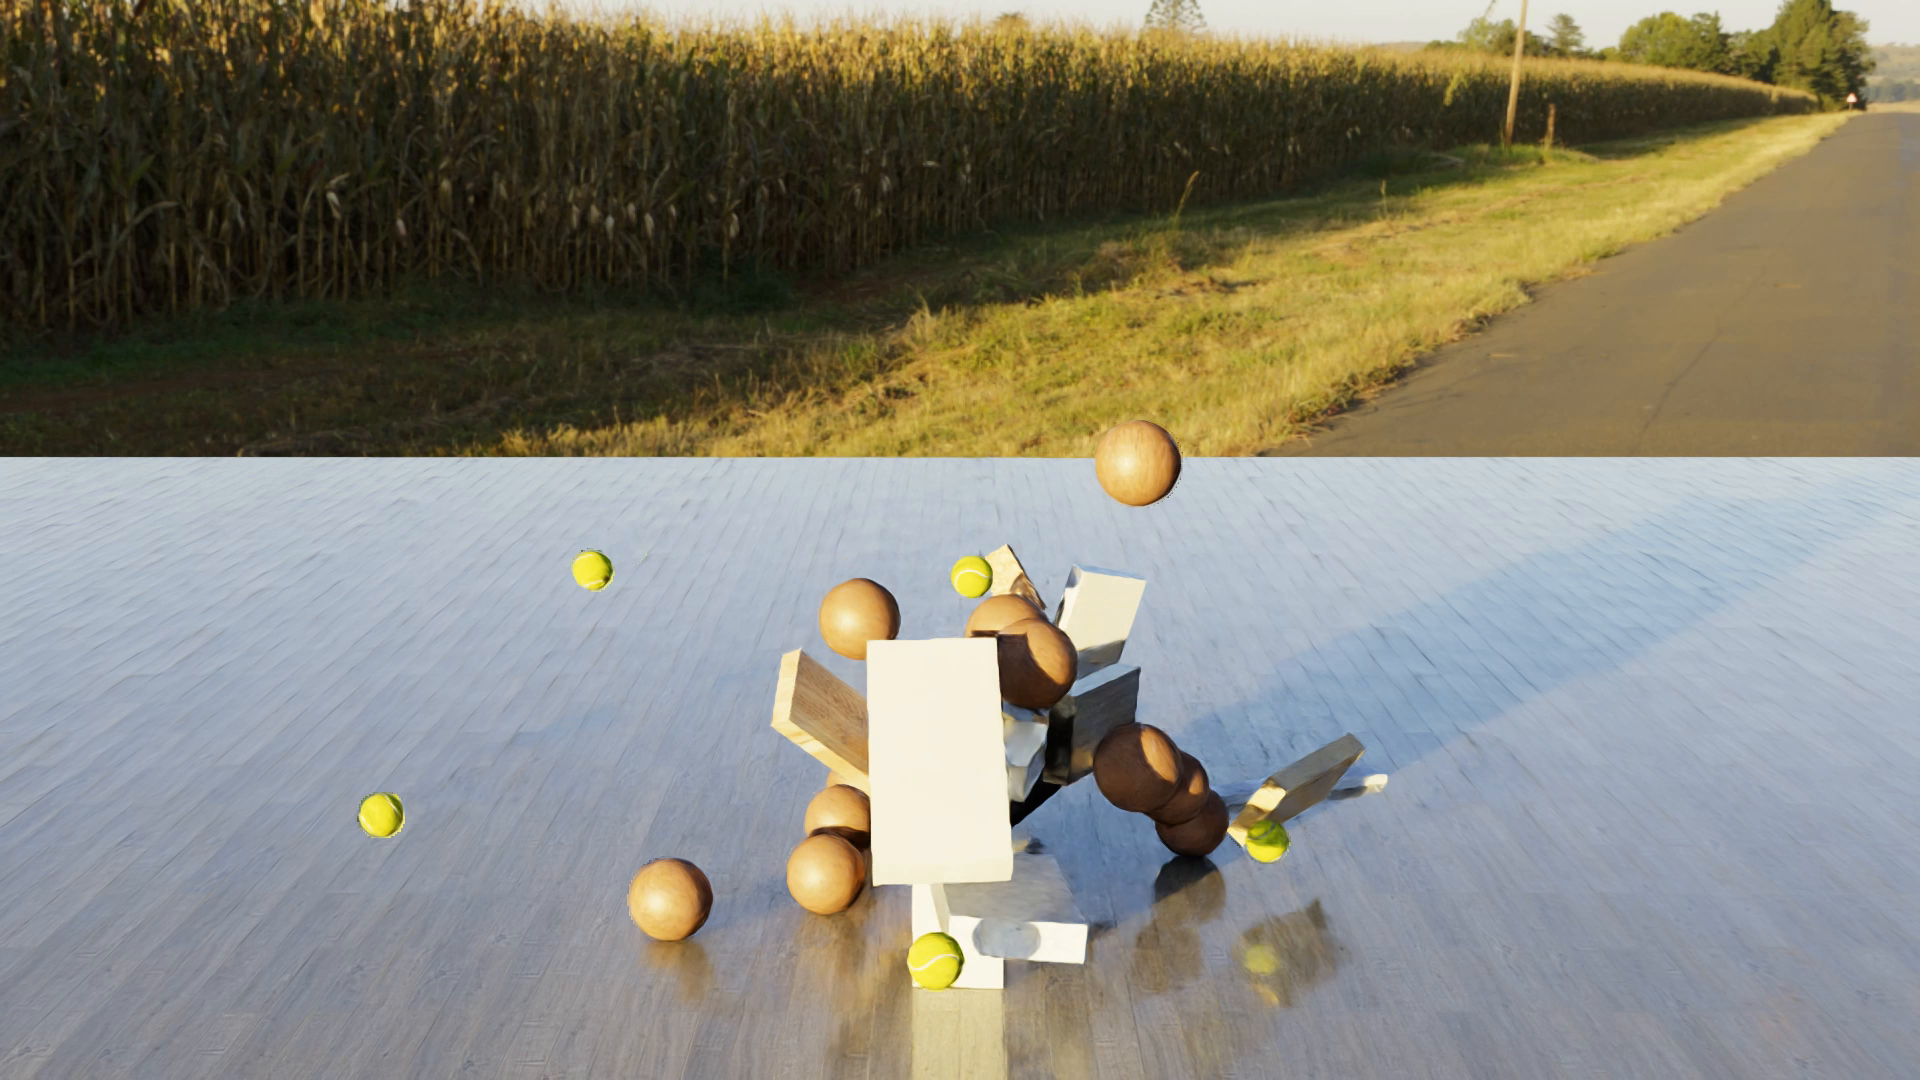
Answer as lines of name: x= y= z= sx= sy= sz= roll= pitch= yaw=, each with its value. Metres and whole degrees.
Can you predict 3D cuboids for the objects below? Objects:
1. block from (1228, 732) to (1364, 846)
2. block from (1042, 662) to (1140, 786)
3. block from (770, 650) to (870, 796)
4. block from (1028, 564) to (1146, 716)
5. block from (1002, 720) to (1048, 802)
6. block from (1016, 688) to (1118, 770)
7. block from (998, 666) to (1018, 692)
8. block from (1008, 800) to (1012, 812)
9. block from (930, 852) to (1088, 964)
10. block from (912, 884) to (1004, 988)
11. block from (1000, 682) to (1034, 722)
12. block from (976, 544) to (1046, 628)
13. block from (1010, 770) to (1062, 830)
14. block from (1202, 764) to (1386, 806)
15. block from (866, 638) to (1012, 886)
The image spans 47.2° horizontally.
block: x=0.575 y=0.423 z=3.748 sx=0.039 sy=0.137 sz=0.274 roll=46 pitch=35 yaw=21
block: x=0.200 y=0.274 z=3.305 sx=0.038 sy=0.135 sz=0.269 roll=10 pitch=10 yaw=24
block: x=-0.180 y=0.330 z=3.694 sx=0.039 sy=0.137 sz=0.347 roll=-21 pitch=-44 yaw=32
block: x=0.223 y=0.183 z=3.890 sx=0.137 sy=0.275 sz=0.039 roll=8 pitch=17 yaw=-33
block: x=0.028 y=0.315 z=3.219 sx=0.177 sy=0.050 sz=0.354 roll=5 pitch=5 yaw=8
block: x=0.181 y=0.336 z=3.932 sx=0.105 sy=0.030 sz=0.210 roll=17 pitch=17 yaw=-43
block: x=0.005 y=0.243 z=3.567 sx=0.135 sy=0.038 sz=0.269 roll=4 pitch=-13 yaw=-8
block: x=0.007 y=0.489 z=3.448 sx=0.134 sy=0.268 sz=0.038 roll=5 pitch=6 yaw=5
block: x=0.059 y=0.491 z=2.985 sx=0.177 sy=0.050 sz=0.354 roll=5 pitch=6 yaw=-5
block: x=-0.002 y=0.528 z=3.264 sx=0.134 sy=0.268 sz=0.038 roll=0 pitch=8 yaw=2
block: x=0.022 y=0.251 z=3.384 sx=0.135 sy=0.038 sz=0.269 roll=4 pitch=-11 yaw=14
block: x=0.091 y=0.082 z=3.934 sx=0.067 sy=0.135 sz=0.019 roll=-31 pitch=-3 yaw=15
block: x=0.096 y=0.441 z=3.874 sx=0.105 sy=0.210 sz=0.030 roll=40 pitch=16 yaw=-35
block: x=0.647 y=0.473 z=4.246 sx=0.374 sy=0.019 sz=0.068 roll=-5 pitch=11 yaw=-23
block: x=-0.031 y=0.286 z=2.900 sx=0.177 sy=0.050 sz=0.354 roll=-2 pitch=50 yaw=-2
